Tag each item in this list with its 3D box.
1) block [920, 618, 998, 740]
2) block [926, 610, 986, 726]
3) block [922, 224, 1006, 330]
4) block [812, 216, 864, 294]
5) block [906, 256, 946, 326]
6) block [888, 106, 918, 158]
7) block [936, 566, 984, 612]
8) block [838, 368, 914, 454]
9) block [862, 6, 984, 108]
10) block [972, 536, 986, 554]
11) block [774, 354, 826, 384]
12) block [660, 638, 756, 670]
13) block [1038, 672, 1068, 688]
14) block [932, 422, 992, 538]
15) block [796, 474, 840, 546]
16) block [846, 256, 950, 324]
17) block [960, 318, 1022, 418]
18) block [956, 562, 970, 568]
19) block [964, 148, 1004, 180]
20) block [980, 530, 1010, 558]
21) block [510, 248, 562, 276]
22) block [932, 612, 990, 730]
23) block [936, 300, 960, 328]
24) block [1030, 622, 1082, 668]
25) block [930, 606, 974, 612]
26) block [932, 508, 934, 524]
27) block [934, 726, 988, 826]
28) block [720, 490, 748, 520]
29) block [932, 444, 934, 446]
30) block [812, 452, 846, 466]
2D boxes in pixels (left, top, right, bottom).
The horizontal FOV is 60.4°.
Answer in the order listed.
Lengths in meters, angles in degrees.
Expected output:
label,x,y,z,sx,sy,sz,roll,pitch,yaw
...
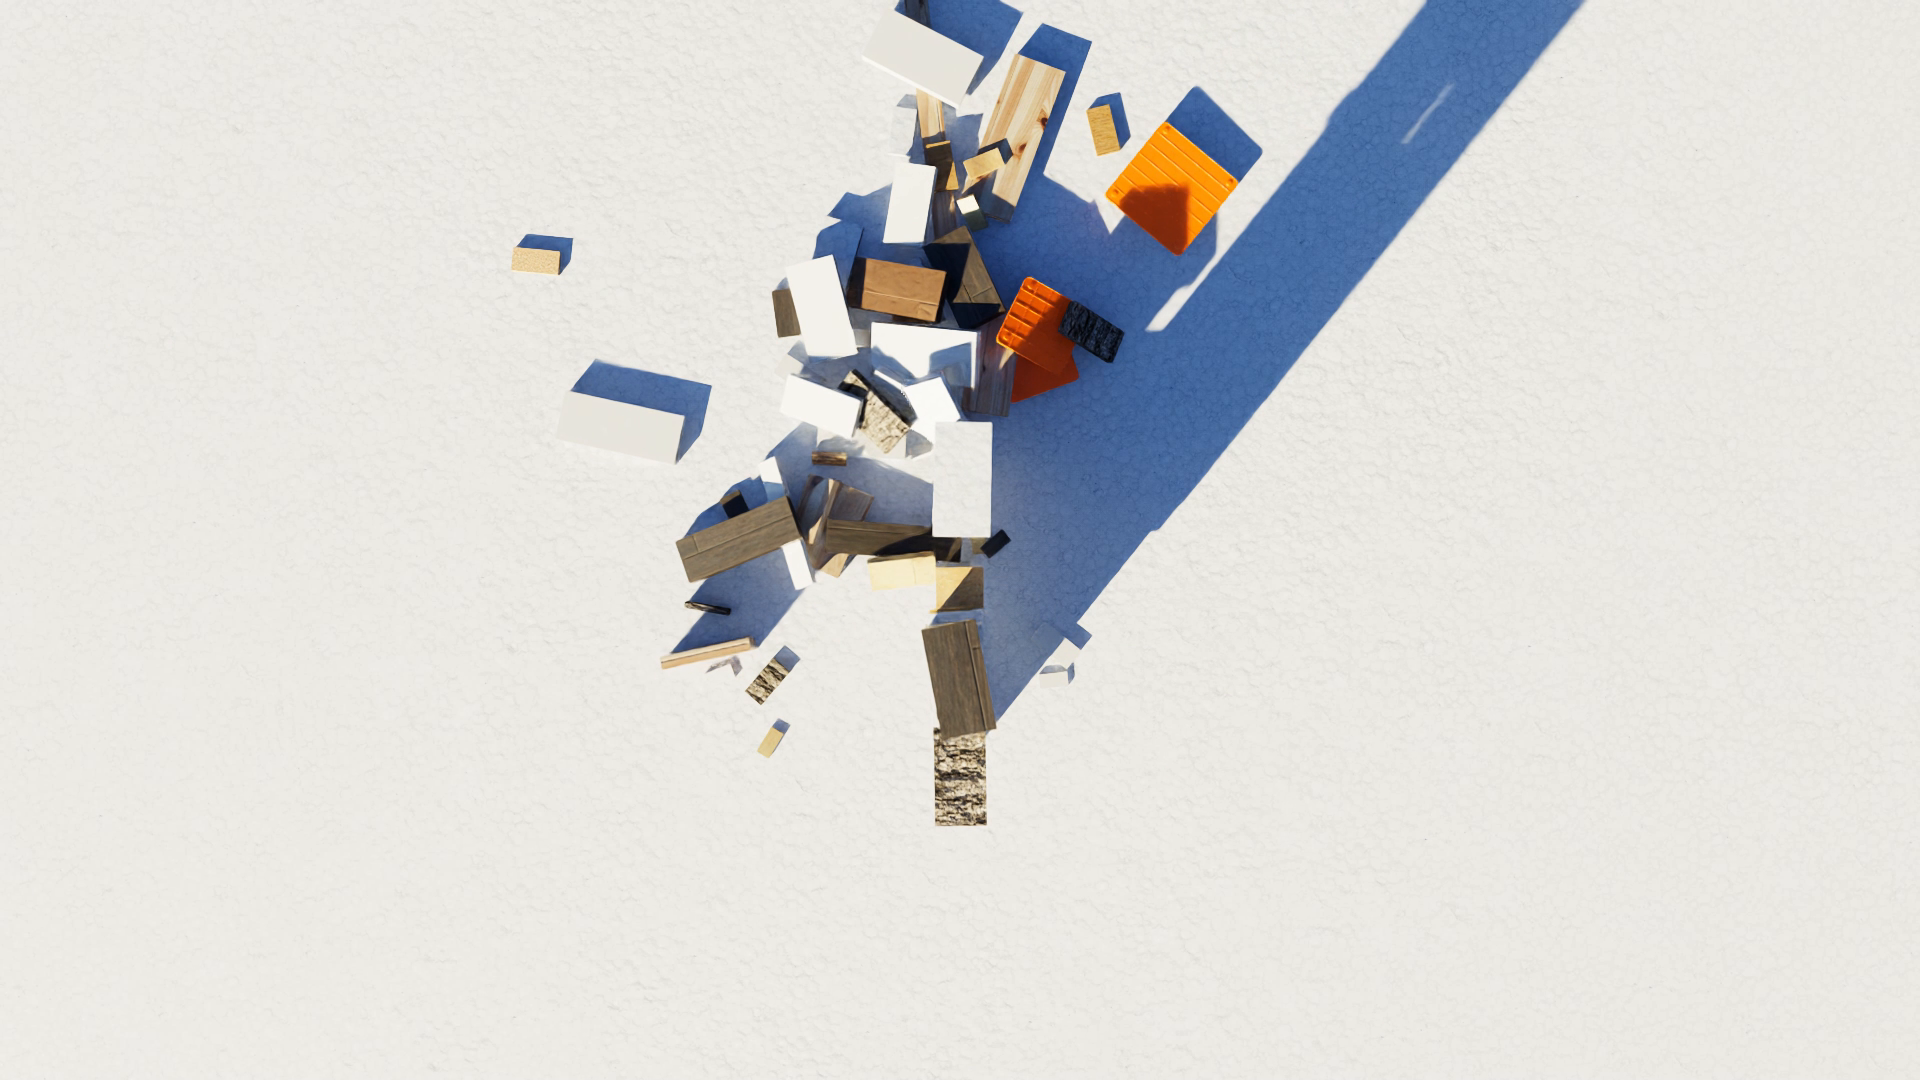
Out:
label,x,y,z,sx,sy,sz,roll,pitch,yaw
block,-0.002,0.326,3.876,0.131,0.037,0.262,-11,91,0
block,-0.006,0.324,4.177,0.143,0.040,0.285,-4,91,0
block,0.016,-0.854,5.406,0.158,0.045,0.317,-26,79,11
block,-0.421,-0.928,5.481,0.134,0.038,0.268,16,90,0
block,-0.139,-0.810,5.454,0.112,0.032,0.224,-23,84,21
block,-0.192,-1.358,5.489,0.078,0.022,0.157,7,90,0
block,0.000,0.234,5.182,0.149,0.042,0.297,-1,90,0
block,-0.293,-0.421,5.418,0.265,0.038,0.133,44,121,2
block,-0.123,-1.593,5.452,0.359,0.051,0.180,27,90,0
block,0.062,-0.001,5.493,0.048,0.014,0.096,-7,90,0
block,-0.534,-0.546,5.489,0.156,0.022,0.078,33,90,0
block,-0.827,0.373,5.425,0.295,0.148,0.042,-12,87,0
block,0.311,0.466,5.493,0.095,0.014,0.048,-6,90,0
block,0.008,-0.187,5.119,0.177,0.050,0.355,1,90,0
block,-0.485,-0.101,5.451,0.110,0.031,0.221,17,86,33
block,-0.206,-0.823,5.422,0.329,0.047,0.164,13,90,20
block,0.104,-0.574,5.432,0.158,0.045,0.317,9,90,0
block,0.011,0.092,5.452,0.048,0.096,0.014,-8,105,0
block,0.079,-1.241,5.441,0.122,0.017,0.061,-22,90,0
block,0.118,0.013,5.484,0.096,0.014,0.048,-40,95,-8
block,-1.411,-0.927,5.489,0.156,0.022,0.078,6,90,0
block,0.000,0.378,4.787,0.167,0.047,0.335,-1,90,0
block,-0.011,-0.730,5.478,0.158,0.045,0.317,-6,90,0
block,0.318,0.349,5.489,0.157,0.022,0.078,39,90,0
block,-0.012,0.308,4.501,0.122,0.035,0.245,-5,90,0
block,0.003,-0.077,5.322,0.177,0.355,0.050,2,91,0
block,0.001,0.605,4.285,0.135,0.038,0.270,-1,90,0
block,-0.736,-0.086,5.490,0.072,0.021,0.145,-26,90,0
block,0.008,-0.288,5.322,0.177,0.355,0.050,-13,88,0
block,-0.434,-0.270,5.472,0.112,0.056,0.016,3,59,0
